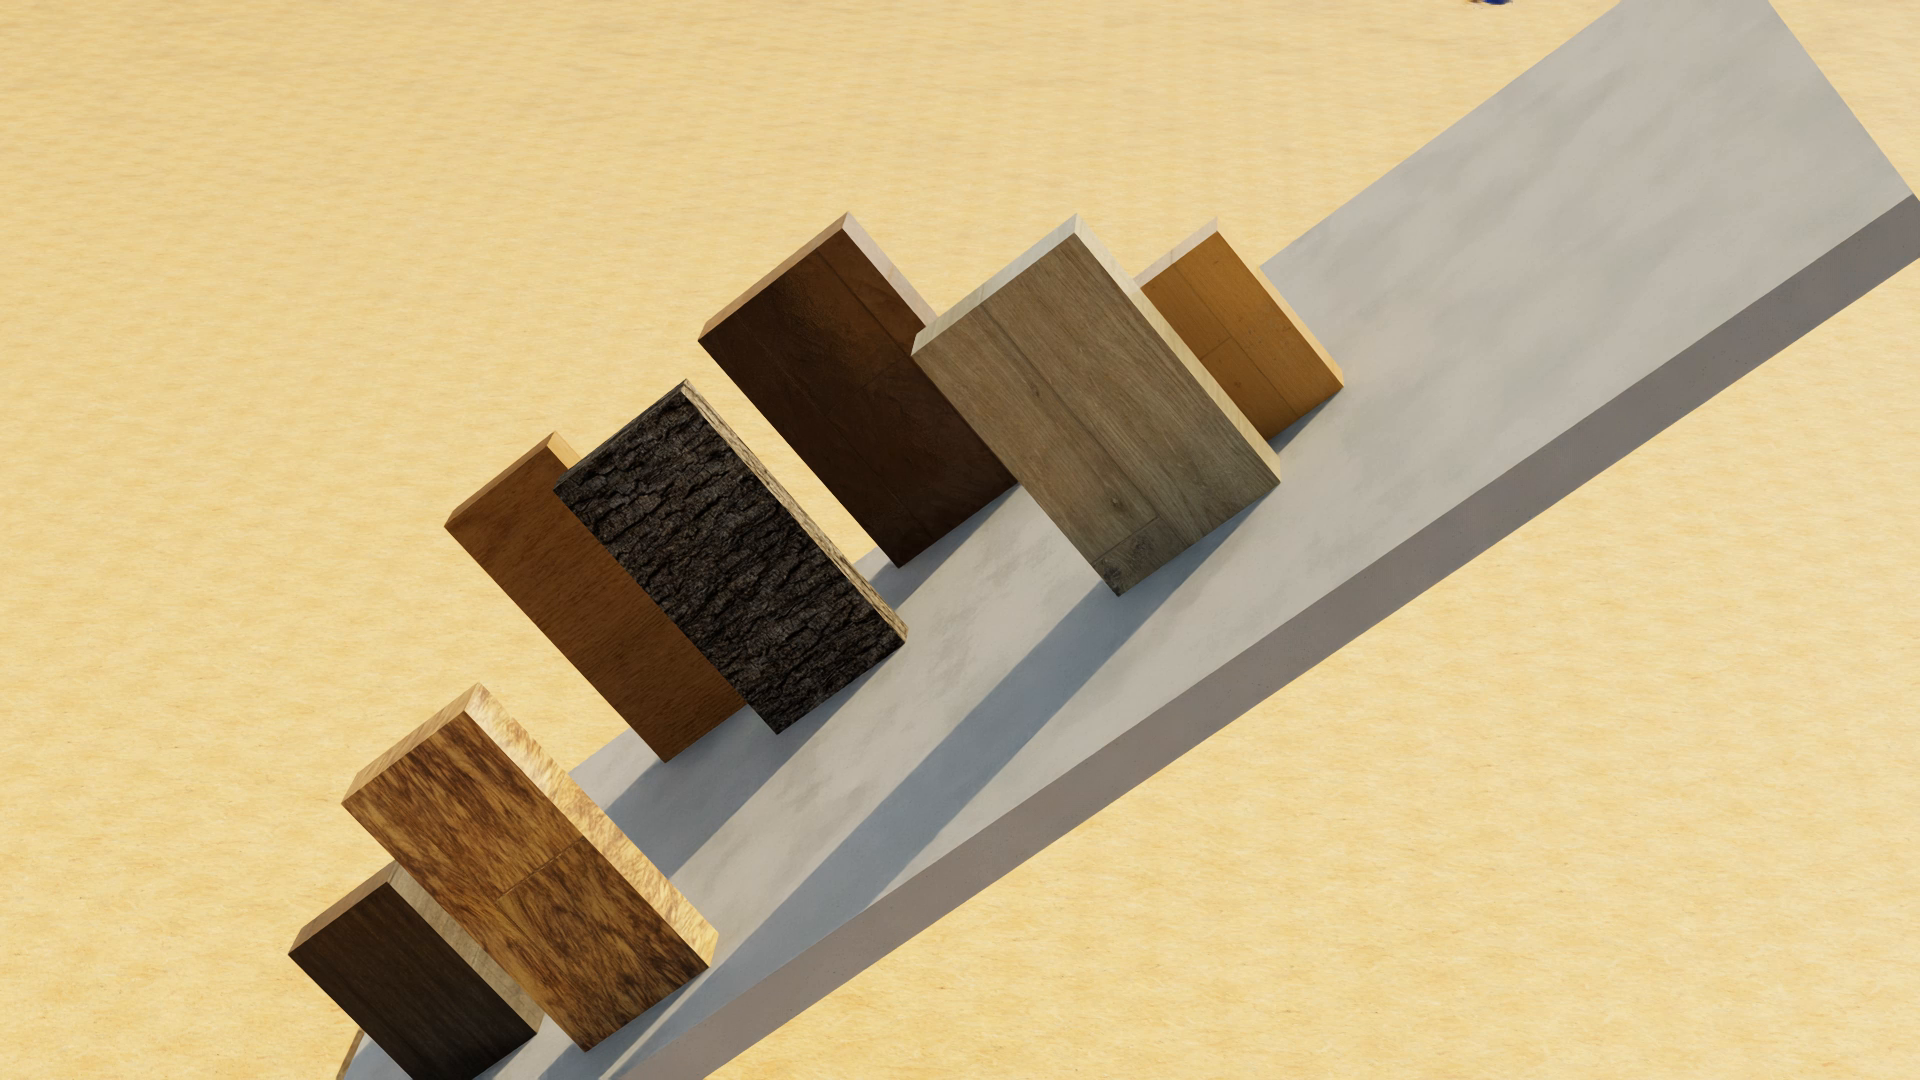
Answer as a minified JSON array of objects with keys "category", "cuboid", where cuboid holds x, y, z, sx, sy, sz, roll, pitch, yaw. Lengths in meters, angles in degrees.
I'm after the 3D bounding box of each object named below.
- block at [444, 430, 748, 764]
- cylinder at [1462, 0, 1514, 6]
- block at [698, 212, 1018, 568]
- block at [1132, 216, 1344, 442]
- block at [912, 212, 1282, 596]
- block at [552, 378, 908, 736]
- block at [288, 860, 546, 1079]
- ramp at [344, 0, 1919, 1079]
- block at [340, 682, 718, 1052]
[{"category":"block","cuboid":[-0.836,0.142,7.048,0.337,0.793,0.099,-36,16,18]},{"category":"cylinder","cuboid":[0.997,-1.095,5.523,0.179,0.179,0.179,1,9,1]},{"category":"block","cuboid":[-0.205,-0.350,6.991,0.449,0.740,0.132,-36,16,18]},{"category":"block","cuboid":[0.533,-0.399,5.978,0.295,0.419,0.097,-36,16,18]},{"category":"block","cuboid":[0.272,-0.260,5.792,0.406,0.650,0.126,-36,16,18]},{"category":"block","cuboid":[-0.510,0.045,6.594,0.384,0.766,0.080,-36,16,18]},{"category":"block","cuboid":[-1.151,0.938,6.254,0.295,0.465,0.106,-36,16,18]},{"category":"ramp","cuboid":[0.120,0.185,6.341,4.000,0.100,2.000,-36,16,18]},{"category":"block","cuboid":[-0.848,0.655,5.838,0.337,0.715,0.126,-36,16,18]}]
